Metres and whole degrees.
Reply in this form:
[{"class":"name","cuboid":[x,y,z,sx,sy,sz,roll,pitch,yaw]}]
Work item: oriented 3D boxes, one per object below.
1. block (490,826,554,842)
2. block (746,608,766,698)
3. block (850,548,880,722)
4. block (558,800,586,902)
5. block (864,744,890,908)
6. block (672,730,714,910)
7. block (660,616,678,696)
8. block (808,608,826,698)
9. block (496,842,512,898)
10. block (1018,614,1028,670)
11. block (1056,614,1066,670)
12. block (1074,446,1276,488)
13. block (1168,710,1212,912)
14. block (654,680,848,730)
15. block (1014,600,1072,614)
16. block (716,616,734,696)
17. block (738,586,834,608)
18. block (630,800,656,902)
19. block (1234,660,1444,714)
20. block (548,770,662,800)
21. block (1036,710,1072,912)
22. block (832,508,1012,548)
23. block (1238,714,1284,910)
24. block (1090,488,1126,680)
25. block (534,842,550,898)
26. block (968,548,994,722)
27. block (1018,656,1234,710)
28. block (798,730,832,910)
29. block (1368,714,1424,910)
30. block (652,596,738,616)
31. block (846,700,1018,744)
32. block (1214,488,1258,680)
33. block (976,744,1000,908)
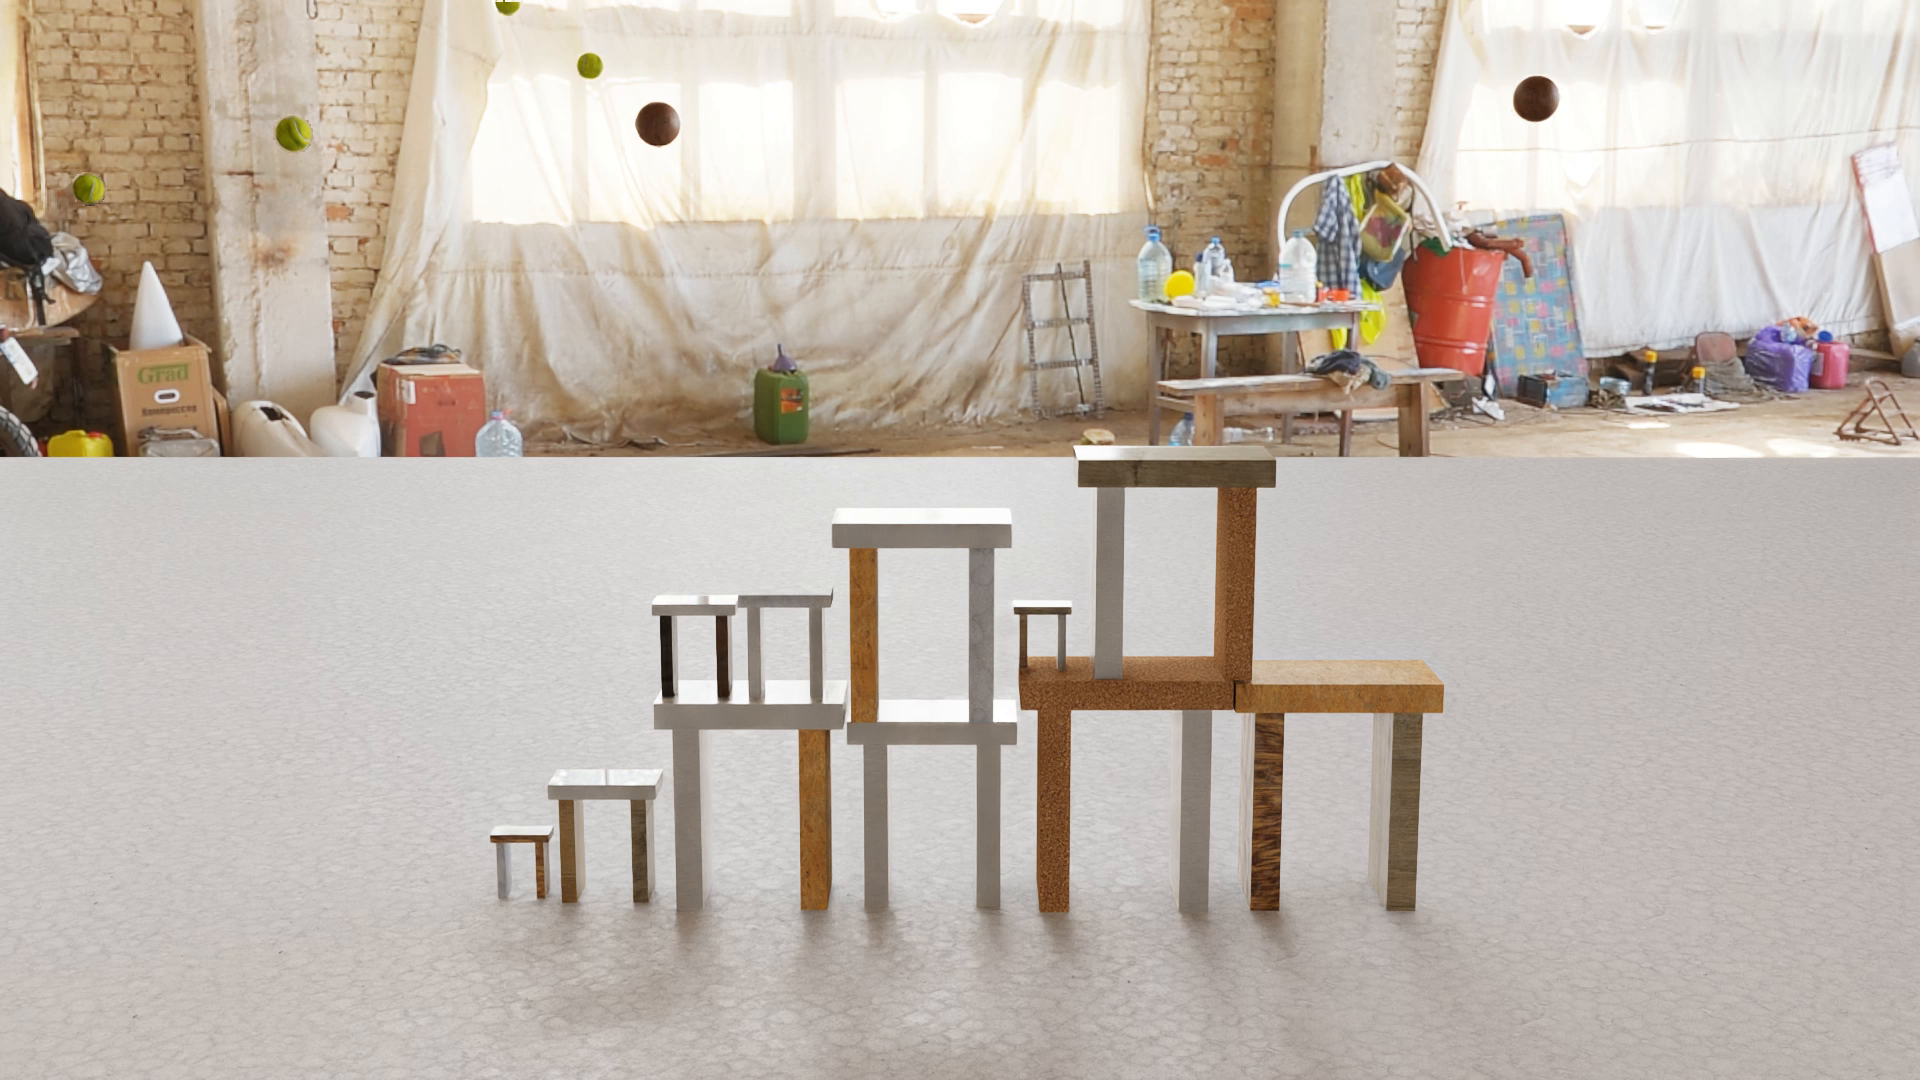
[{"class":"block","cuboid":[-0.727,0.489,3.650,0.096,0.014,0.048,0,11,0]},{"class":"block","cuboid":[-0.332,0.176,3.588,0.021,0.149,0.075,0,11,0]},{"class":"block","cuboid":[-0.156,0.141,3.584,0.040,0.285,0.143,0,11,0]},{"class":"block","cuboid":[-0.644,0.503,3.653,0.025,0.176,0.088,0,11,0]},{"class":"block","cuboid":[-0.137,0.454,3.647,0.039,0.275,0.138,0,11,0]},{"class":"block","cuboid":[-0.441,0.441,3.639,0.043,0.304,0.152,0,11,0]},{"class":"block","cuboid":[-0.475,0.182,3.592,0.019,0.135,0.068,0,11,0]},{"class":"block","cuboid":[-0.233,0.176,3.589,0.021,0.149,0.075,0,11,0]},{"class":"block","cuboid":[-0.759,0.543,3.660,0.014,0.096,0.048,0,11,0]},{"class":"block","cuboid":[0.103,0.163,3.592,0.013,0.094,0.047,0,11,0]},{"class":"block","cuboid":[0.165,0.163,3.592,0.013,0.094,0.047,0,11,0]},{"class":"block","cuboid":[0.342,-0.118,3.535,0.311,0.044,0.156,0,11,0]},{"class":"block","cuboid":[0.380,0.424,3.634,0.048,0.339,0.170,0,11,0]},{"class":"block","cuboid":[-0.340,0.270,3.608,0.304,0.043,0.152,0,11,0]},{"class":"block","cuboid":[0.134,0.110,3.582,0.094,0.013,0.047,0,11,0]},{"class":"block","cuboid":[-0.385,0.182,3.592,0.019,0.135,0.068,0,11,0]},{"class":"block","cuboid":[-0.283,0.092,3.573,0.149,0.021,0.075,0,11,0]},{"class":"block","cuboid":[-0.526,0.503,3.653,0.025,0.176,0.088,0,11,0]},{"class":"block","cuboid":[0.608,0.239,3.605,0.333,0.047,0.167,0,11,0]},{"class":"block","cuboid":[-0.585,0.404,3.635,0.176,0.025,0.088,0,11,0]},{"class":"block","cuboid":[0.154,0.424,3.634,0.048,0.339,0.170,0,11,0]},{"class":"block","cuboid":[-0.060,-0.019,3.554,0.285,0.040,0.143,0,11,0]},{"class":"block","cuboid":[0.497,0.426,3.640,0.047,0.333,0.167,0,11,0]},{"class":"block","cuboid":[0.238,0.056,3.568,0.044,0.311,0.156,0,11,0]},{"class":"block","cuboid":[-0.695,0.543,3.660,0.014,0.096,0.048,0,11,0]},{"class":"block","cuboid":[0.035,0.141,3.583,0.040,0.285,0.143,0,11,0]},{"class":"block","cuboid":[0.267,0.234,3.598,0.339,0.048,0.170,0,11,0]},{"class":"block","cuboid":[-0.239,0.441,3.639,0.043,0.304,0.152,0,11,0]},{"class":"block","cuboid":[0.719,0.426,3.640,0.047,0.333,0.167,0,11,0]},{"class":"block","cuboid":[-0.430,0.107,3.578,0.135,0.019,0.068,0,11,0]},{"class":"block","cuboid":[-0.045,0.300,3.618,0.275,0.039,0.138,0,11,0]},{"class":"block","cuboid":[0.446,0.056,3.568,0.044,0.311,0.156,0,11,0]},{"class":"block","cuboid":[0.047,0.454,3.647,0.039,0.275,0.138,0,11,0]}]
